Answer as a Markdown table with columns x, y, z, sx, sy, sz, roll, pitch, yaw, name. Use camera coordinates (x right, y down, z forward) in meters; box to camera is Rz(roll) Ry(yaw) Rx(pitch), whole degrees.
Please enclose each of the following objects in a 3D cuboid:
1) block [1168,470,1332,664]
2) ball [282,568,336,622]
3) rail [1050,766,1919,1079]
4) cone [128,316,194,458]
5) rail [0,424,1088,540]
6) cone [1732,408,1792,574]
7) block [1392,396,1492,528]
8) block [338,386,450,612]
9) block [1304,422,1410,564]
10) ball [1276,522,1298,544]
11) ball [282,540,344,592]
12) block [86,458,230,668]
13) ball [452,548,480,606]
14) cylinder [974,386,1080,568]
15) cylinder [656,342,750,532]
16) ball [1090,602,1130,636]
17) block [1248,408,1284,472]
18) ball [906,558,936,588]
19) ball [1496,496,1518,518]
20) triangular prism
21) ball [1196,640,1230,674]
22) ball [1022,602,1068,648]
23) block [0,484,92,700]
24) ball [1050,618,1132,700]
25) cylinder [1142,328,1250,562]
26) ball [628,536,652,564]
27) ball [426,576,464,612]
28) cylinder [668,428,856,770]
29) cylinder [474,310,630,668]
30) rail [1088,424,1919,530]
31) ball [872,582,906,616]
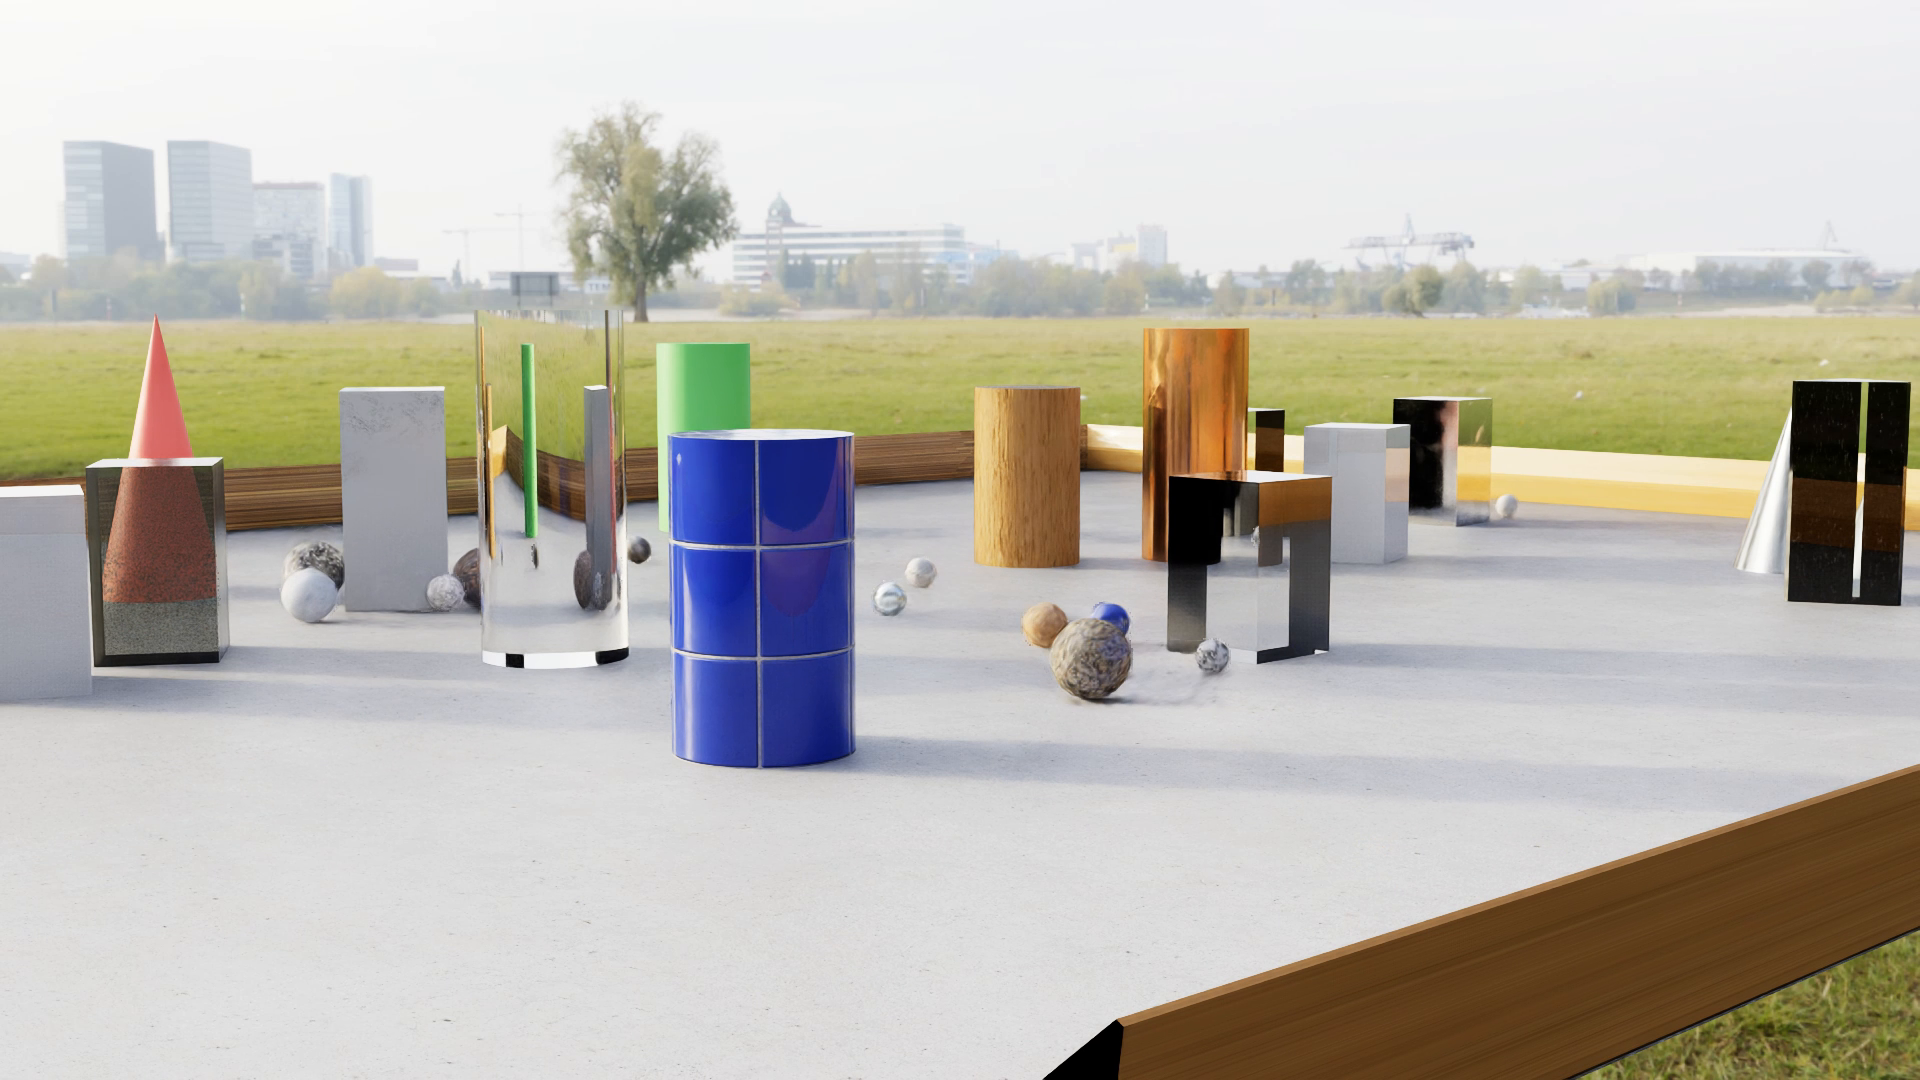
| x | y | z | sx | sy | sz | roll | pitch | yaw | name |
| --- | --- | --- | --- | --- | --- | --- | --- | --- | --- |
| 0.373 | 0.031 | 2.835 | 0.148 | 0.228 | 0.148 | -6 | 8 | -43 | block |
| -0.920 | 0.078 | 3.110 | 0.075 | 0.075 | 0.075 | 0 | 6 | 0 | ball |
| 1.184 | 0.167 | 2.056 | 4.218 | 0.120 | 0.045 | -6 | 8 | -42 | rail |
| -1.245 | -0.137 | 3.427 | 0.185 | 0.436 | 0.185 | 0 | 6 | 0 | cone |
| -1.184 | -0.104 | 4.608 | 4.218 | 0.120 | 0.045 | -6 | 8 | -42 | rail |
| 1.415 | -0.102 | 3.732 | 0.185 | 0.302 | 0.185 | 0 | 6 | 0 | cone |
| 0.994 | -0.164 | 4.536 | 0.148 | 0.256 | 0.148 | 5 | 8 | 40 | block |
| -0.842 | -0.064 | 3.285 | 0.148 | 0.322 | 0.148 | -1 | 6 | -12 | block |
| 0.702 | -0.085 | 3.895 | 0.148 | 0.235 | 0.148 | 3 | 7 | 27 | block |
| 0.614 | -0.013 | 4.125 | 0.042 | 0.042 | 0.042 | 0 | 6 | 0 | ball |
| -0.976 | 0.047 | 3.324 | 0.092 | 0.092 | 0.092 | 0 | 6 | 0 | ball |
| -1.017 | 0.025 | 2.797 | 0.148 | 0.248 | 0.148 | -1 | 6 | -13 | block |
| -0.711 | 0.055 | 3.269 | 0.087 | 0.087 | 0.087 | 0 | 6 | 0 | ball |
| 0.117 | -0.114 | 3.829 | 0.185 | 0.305 | 0.185 | 0 | 6 | 0 | cylinder |
| -0.511 | -0.207 | 4.399 | 0.185 | 0.371 | 0.185 | 0 | 6 | 0 | cylinder |
| 0.199 | 0.110 | 2.920 | 0.053 | 0.053 | 0.053 | 0 | 6 | 0 | ball |
| 0.538 | -0.139 | 4.370 | 0.148 | 0.241 | 0.148 | -5 | 8 | -37 | block |
| -0.061 | 0.052 | 3.485 | 0.049 | 0.049 | 0.049 | 0 | 6 | 0 | ball |
| 1.158 | -0.071 | 4.656 | 0.046 | 0.046 | 0.046 | 0 | 6 | 0 | ball |
| 1.349 | -0.077 | 3.351 | 0.160 | 0.333 | 0.139 | 2 | 6 | 20 | triangular prism |
| 0.307 | 0.142 | 2.678 | 0.041 | 0.041 | 0.041 | 0 | 6 | 0 | ball |
| 0.112 | 0.111 | 2.875 | 0.060 | 0.060 | 0.060 | 0 | 6 | 0 | ball |
| -1.095 | 0.059 | 2.554 | 0.148 | 0.231 | 0.148 | -3 | 7 | -23 | block |
| 0.149 | 0.135 | 2.499 | 0.092 | 0.092 | 0.092 | 0 | 6 | 0 | ball |
| 0.415 | -0.171 | 3.886 | 0.185 | 0.406 | 0.185 | 0 | 6 | 0 | cylinder |
| -0.559 | 0.018 | 3.816 | 0.047 | 0.047 | 0.047 | 0 | 6 | 0 | ball |
| -0.752 | 0.078 | 3.214 | 0.054 | 0.054 | 0.054 | 0 | 6 | 0 | ball |
| -0.197 | 0.053 | 2.197 | 0.185 | 0.318 | 0.185 | 0 | 6 | 0 | cylinder |
| -0.515 | -0.070 | 2.780 | 0.185 | 0.440 | 0.185 | 0 | 6 | 0 | cylinder |
| 1.533 | -0.118 | 4.739 | 0.045 | 0.120 | 3.540 | -6 | 8 | -42 | rail |
| -0.101 | 0.086 | 3.166 | 0.049 | 0.049 | 0.049 | 0 | 6 | 0 | ball |
